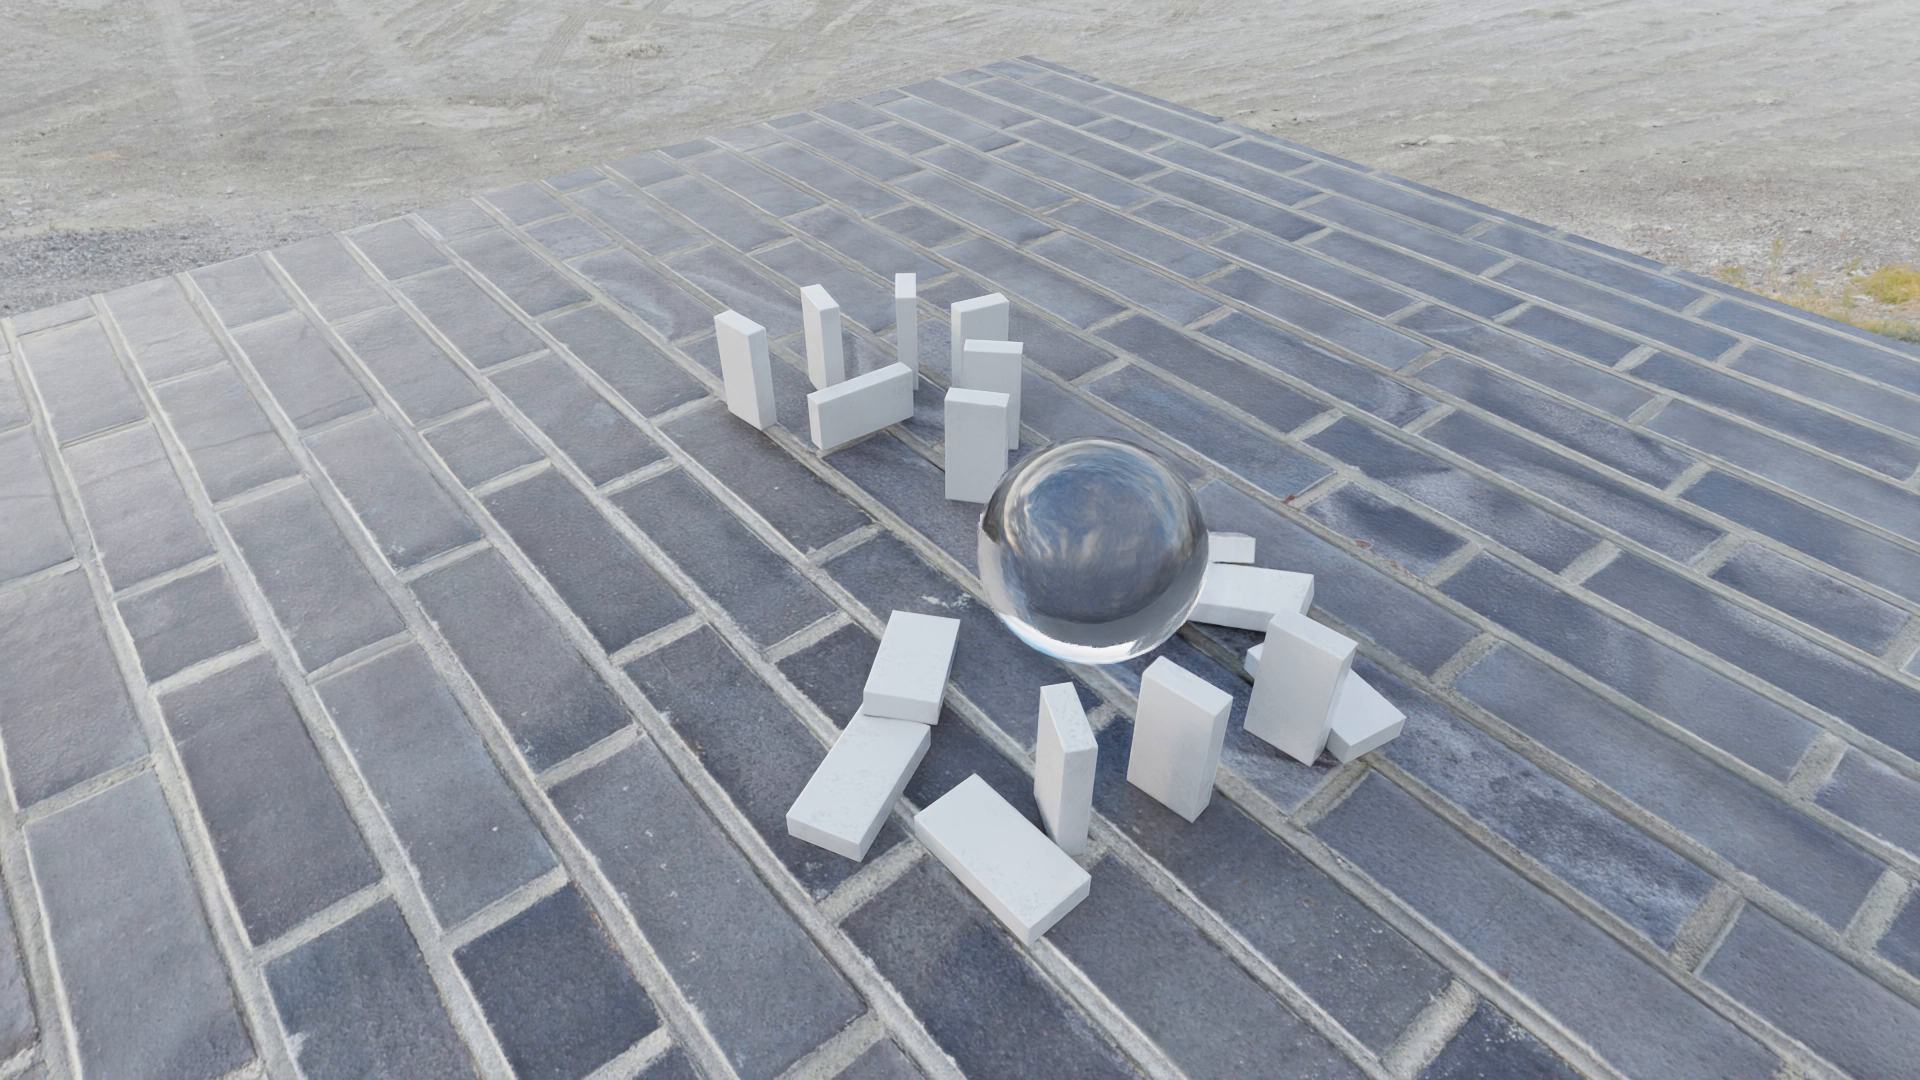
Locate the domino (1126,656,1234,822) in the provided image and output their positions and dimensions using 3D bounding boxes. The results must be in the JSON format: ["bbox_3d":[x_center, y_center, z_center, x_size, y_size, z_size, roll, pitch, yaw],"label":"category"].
[{"bbox_3d":[0.066,0.062,0.336,0.025,0.050,0.009,30,48,31],"label":"domino"}]

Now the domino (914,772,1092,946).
[{"bbox_3d":[0.012,0.094,0.328,0.025,0.010,0.050,-29,48,-31],"label":"domino"}]

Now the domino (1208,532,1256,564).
[{"bbox_3d":[0.088,0.002,0.431,0.050,0.010,0.025,2,5,3],"label":"domino"}]

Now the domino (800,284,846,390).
[{"bbox_3d":[-0.065,-0.093,0.525,0.010,0.050,0.025,-18,43,-21],"label":"domino"}]

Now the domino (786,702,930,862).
[{"bbox_3d":[-0.031,0.076,0.351,0.025,0.010,0.050,16,42,18],"label":"domino"}]

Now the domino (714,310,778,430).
[{"bbox_3d":[-0.098,-0.078,0.507,0.025,0.050,0.009,31,49,32],"label":"domino"}]

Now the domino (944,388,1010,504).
[{"bbox_3d":[0.007,-0.038,0.458,0.025,0.050,0.009,8,40,9],"label":"domino"}]

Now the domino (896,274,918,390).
[{"bbox_3d":[-0.026,-0.101,0.535,0.010,0.050,0.025,-2,39,-2],"label":"domino"}]

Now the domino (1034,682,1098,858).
[{"bbox_3d":[0.031,0.069,0.327,0.009,0.050,0.025,-8,40,-9],"label":"domino"}]

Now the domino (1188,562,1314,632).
[{"bbox_3d":[0.103,0.021,0.410,0.050,0.009,0.025,7,38,29],"label":"domino"}]

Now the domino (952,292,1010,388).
[{"bbox_3d":[0.009,-0.090,0.521,0.025,0.050,0.010,-17,42,-20],"label":"domino"}]

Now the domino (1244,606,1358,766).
[{"bbox_3d":[0.109,0.048,0.353,0.025,0.050,0.009,29,48,31],"label":"domino"}]

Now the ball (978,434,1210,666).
[{"bbox_3d":[0.046,0.004,0.383,0.080,0.080,0.080,0,39,0],"label":"ball"}]

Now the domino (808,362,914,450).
[{"bbox_3d":[-0.045,-0.062,0.507,0.050,0.025,0.010,-24,45,-27],"label":"domino"}]

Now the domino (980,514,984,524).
[{"bbox_3d":[0.036,-0.008,0.453,0.050,0.009,0.025,-19,43,-22],"label":"domino"}]

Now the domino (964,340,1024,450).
[{"bbox_3d":[0.014,-0.064,0.490,0.025,0.050,0.010,4,39,5],"label":"domino"}]

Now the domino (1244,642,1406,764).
[{"bbox_3d":[0.125,0.052,0.380,0.025,0.009,0.050,-19,43,-22],"label":"domino"}]

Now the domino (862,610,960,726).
[{"bbox_3d":[-0.016,0.043,0.382,0.025,0.009,0.050,8,29,5],"label":"domino"}]
